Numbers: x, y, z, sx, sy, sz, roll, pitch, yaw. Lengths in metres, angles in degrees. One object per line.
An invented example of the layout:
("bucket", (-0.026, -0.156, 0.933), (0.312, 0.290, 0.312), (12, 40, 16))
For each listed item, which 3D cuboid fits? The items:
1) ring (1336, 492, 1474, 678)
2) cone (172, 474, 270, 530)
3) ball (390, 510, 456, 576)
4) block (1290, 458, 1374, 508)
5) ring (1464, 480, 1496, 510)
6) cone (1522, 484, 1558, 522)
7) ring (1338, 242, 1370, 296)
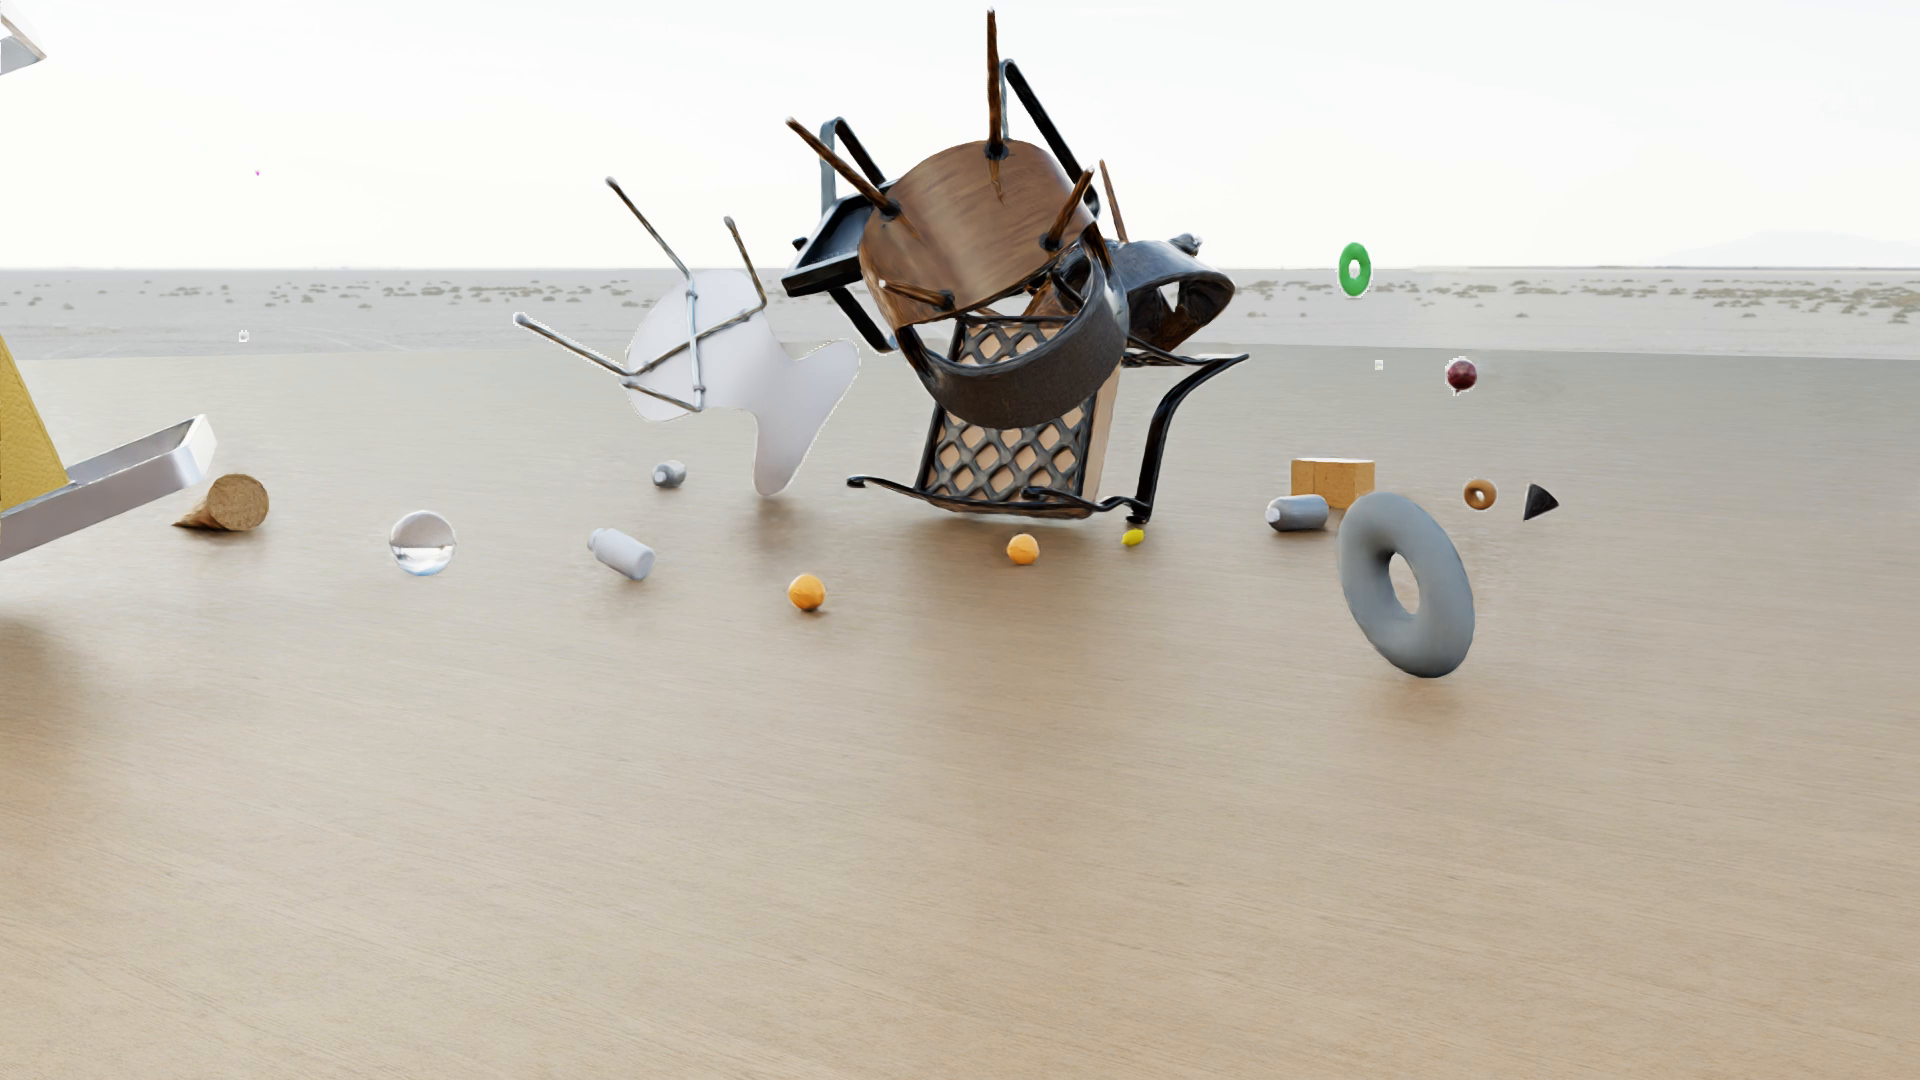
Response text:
("ring", (0.735, 0.073, 4.246), (0.080, 0.349, 0.233), (-1, -39, -36))
("cone", (-1.976, -0.067, 6.707), (0.249, 0.153, 0.228), (-16, 2, 27))
("ball", (-1.179, 0.008, 5.631), (0.144, 0.144, 0.144), (0, 6, 0))
("block", (1.072, -0.165, 7.382), (0.209, 0.129, 0.112), (4, 7, 37))
("ring", (1.333, -0.118, 6.575), (0.087, 0.080, 0.042), (15, 40, 23))
("cone", (1.536, -0.084, 6.883), (0.103, 0.094, 0.096), (41, -11, -11))
("ring", (0.978, -0.672, 6.361), (0.082, 0.136, 0.023), (-2, 15, 2))
